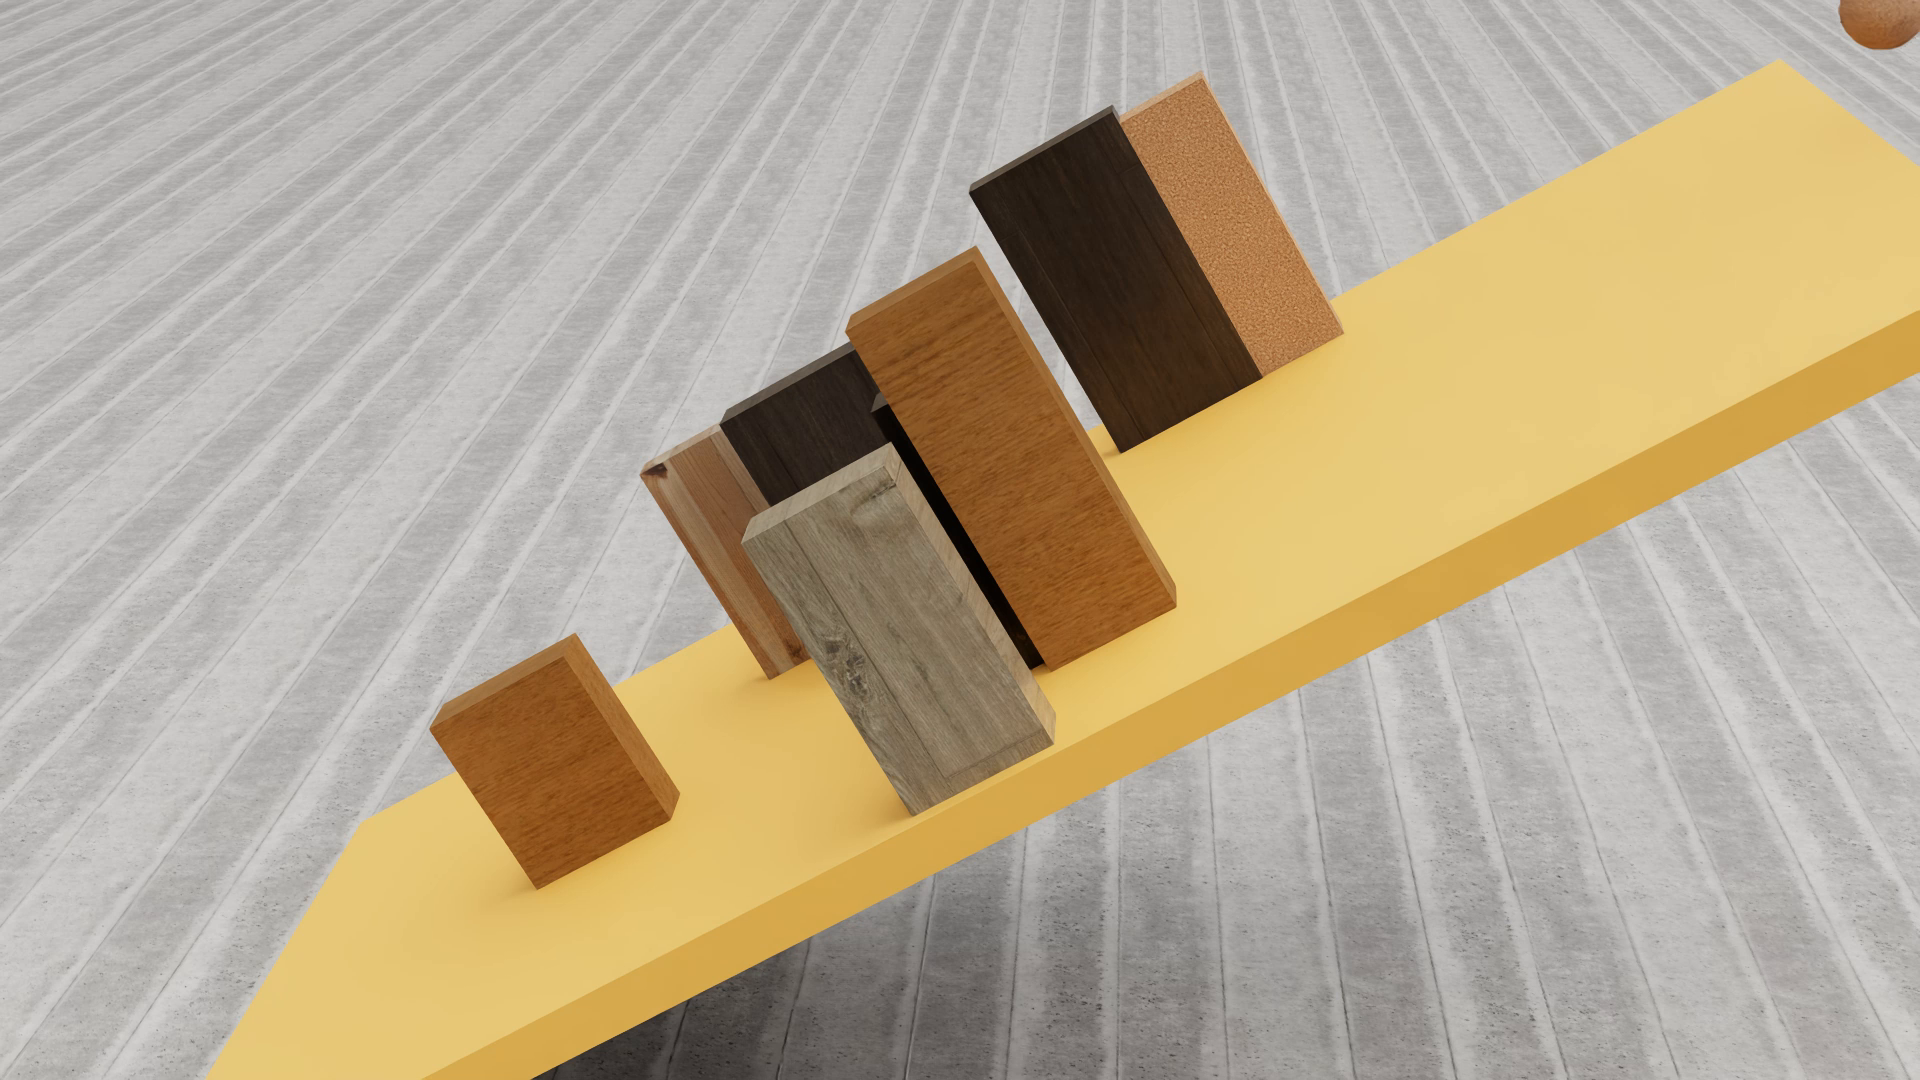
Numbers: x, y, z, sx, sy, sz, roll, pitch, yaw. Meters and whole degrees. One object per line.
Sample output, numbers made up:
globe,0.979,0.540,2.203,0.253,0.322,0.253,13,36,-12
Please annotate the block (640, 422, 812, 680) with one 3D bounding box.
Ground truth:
block,-0.384,-0.029,6.667,0.444,0.565,0.093,-28,15,12

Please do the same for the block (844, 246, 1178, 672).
block,0.104,-0.151,5.646,0.278,0.783,0.127,-28,15,12

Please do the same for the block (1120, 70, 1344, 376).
block,0.555,-0.683,6.726,0.365,0.675,0.097,-28,15,12

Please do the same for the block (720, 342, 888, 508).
block,-0.172,-0.110,6.397,0.433,0.618,0.117,-28,15,12

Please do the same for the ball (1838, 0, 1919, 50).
ball,1.826,-1.055,5.816,0.170,0.170,0.170,0,19,0

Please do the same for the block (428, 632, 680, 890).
block,-0.857,0.471,6.243,0.338,0.422,0.141,-28,15,12

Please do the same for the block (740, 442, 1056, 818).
block,-0.106,0.166,5.369,0.300,0.607,0.148,-28,15,12

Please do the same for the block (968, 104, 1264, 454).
block,0.361,-0.595,6.758,0.374,0.708,0.097,-28,15,12

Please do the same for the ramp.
ramp,0.142,0.168,6.285,4.000,0.100,2.000,-28,15,12

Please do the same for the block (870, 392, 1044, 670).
block,0.103,-0.077,5.754,0.275,0.607,0.132,-28,15,12
